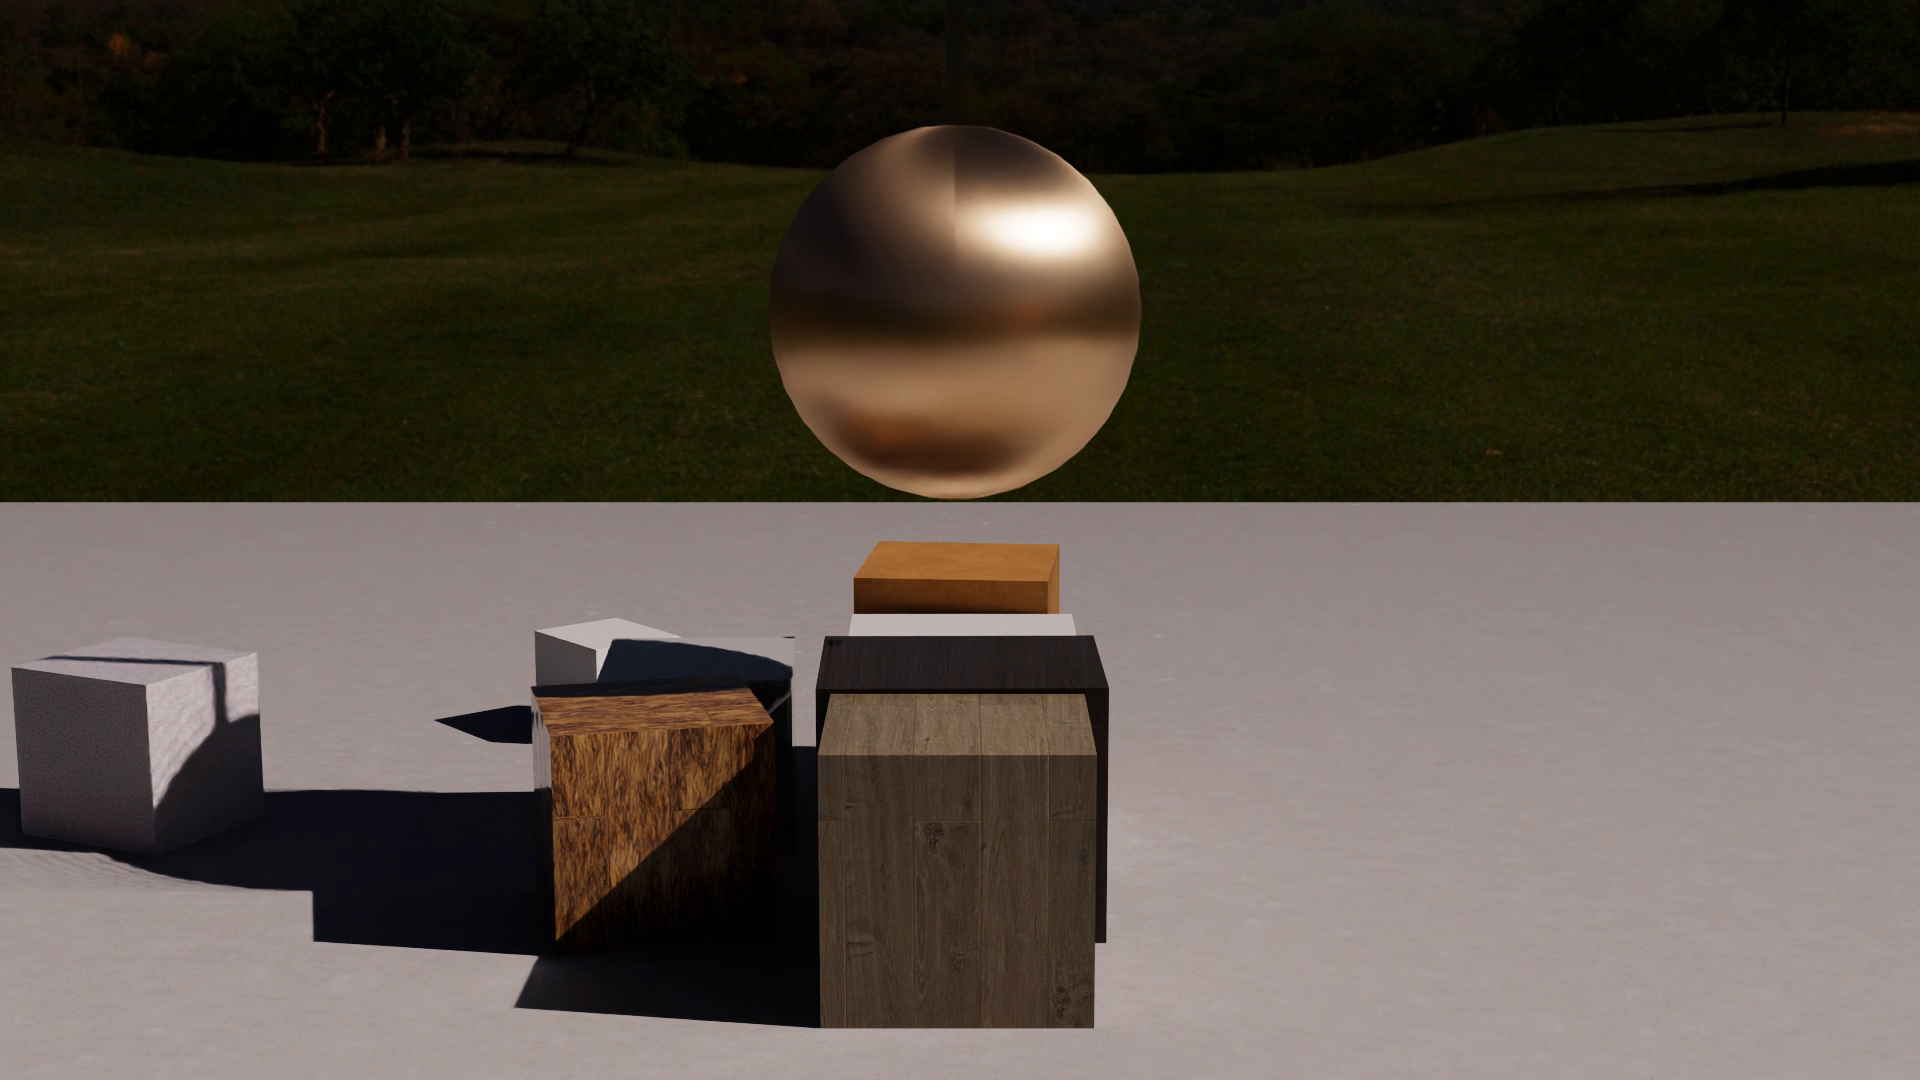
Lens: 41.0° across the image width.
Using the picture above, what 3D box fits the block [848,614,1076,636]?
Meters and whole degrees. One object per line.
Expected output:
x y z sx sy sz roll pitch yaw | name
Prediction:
0.011 0.912 11.834 1.043 0.972 0.918 0 10 0 | block

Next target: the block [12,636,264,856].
-3.859 0.955 12.080 0.819 0.799 0.729 5 11 26 | block

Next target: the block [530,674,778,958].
-1.296 1.134 10.776 0.902 0.914 0.879 -3 11 -14 | block

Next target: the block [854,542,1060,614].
0.000 0.656 12.804 0.930 1.128 0.977 1 10 5 | block

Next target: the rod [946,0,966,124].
-0.010 -4.320 10.395 0.080 5.200 0.080 0 10 0 | rod

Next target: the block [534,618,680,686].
-1.906 0.763 13.896 0.525 0.527 0.623 -9 13 -39 | block

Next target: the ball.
-0.022 -0.974 11.003 1.600 1.600 1.600 0 10 0 | ball

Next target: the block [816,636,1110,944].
0.003 1.035 10.875 1.179 1.072 0.984 0 10 -1 | block

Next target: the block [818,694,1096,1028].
-0.010 1.219 9.924 1.020 1.051 0.937 0 10 0 | block

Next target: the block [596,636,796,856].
-1.215 0.955 12.026 0.874 0.818 0.909 0 10 -3 | block
